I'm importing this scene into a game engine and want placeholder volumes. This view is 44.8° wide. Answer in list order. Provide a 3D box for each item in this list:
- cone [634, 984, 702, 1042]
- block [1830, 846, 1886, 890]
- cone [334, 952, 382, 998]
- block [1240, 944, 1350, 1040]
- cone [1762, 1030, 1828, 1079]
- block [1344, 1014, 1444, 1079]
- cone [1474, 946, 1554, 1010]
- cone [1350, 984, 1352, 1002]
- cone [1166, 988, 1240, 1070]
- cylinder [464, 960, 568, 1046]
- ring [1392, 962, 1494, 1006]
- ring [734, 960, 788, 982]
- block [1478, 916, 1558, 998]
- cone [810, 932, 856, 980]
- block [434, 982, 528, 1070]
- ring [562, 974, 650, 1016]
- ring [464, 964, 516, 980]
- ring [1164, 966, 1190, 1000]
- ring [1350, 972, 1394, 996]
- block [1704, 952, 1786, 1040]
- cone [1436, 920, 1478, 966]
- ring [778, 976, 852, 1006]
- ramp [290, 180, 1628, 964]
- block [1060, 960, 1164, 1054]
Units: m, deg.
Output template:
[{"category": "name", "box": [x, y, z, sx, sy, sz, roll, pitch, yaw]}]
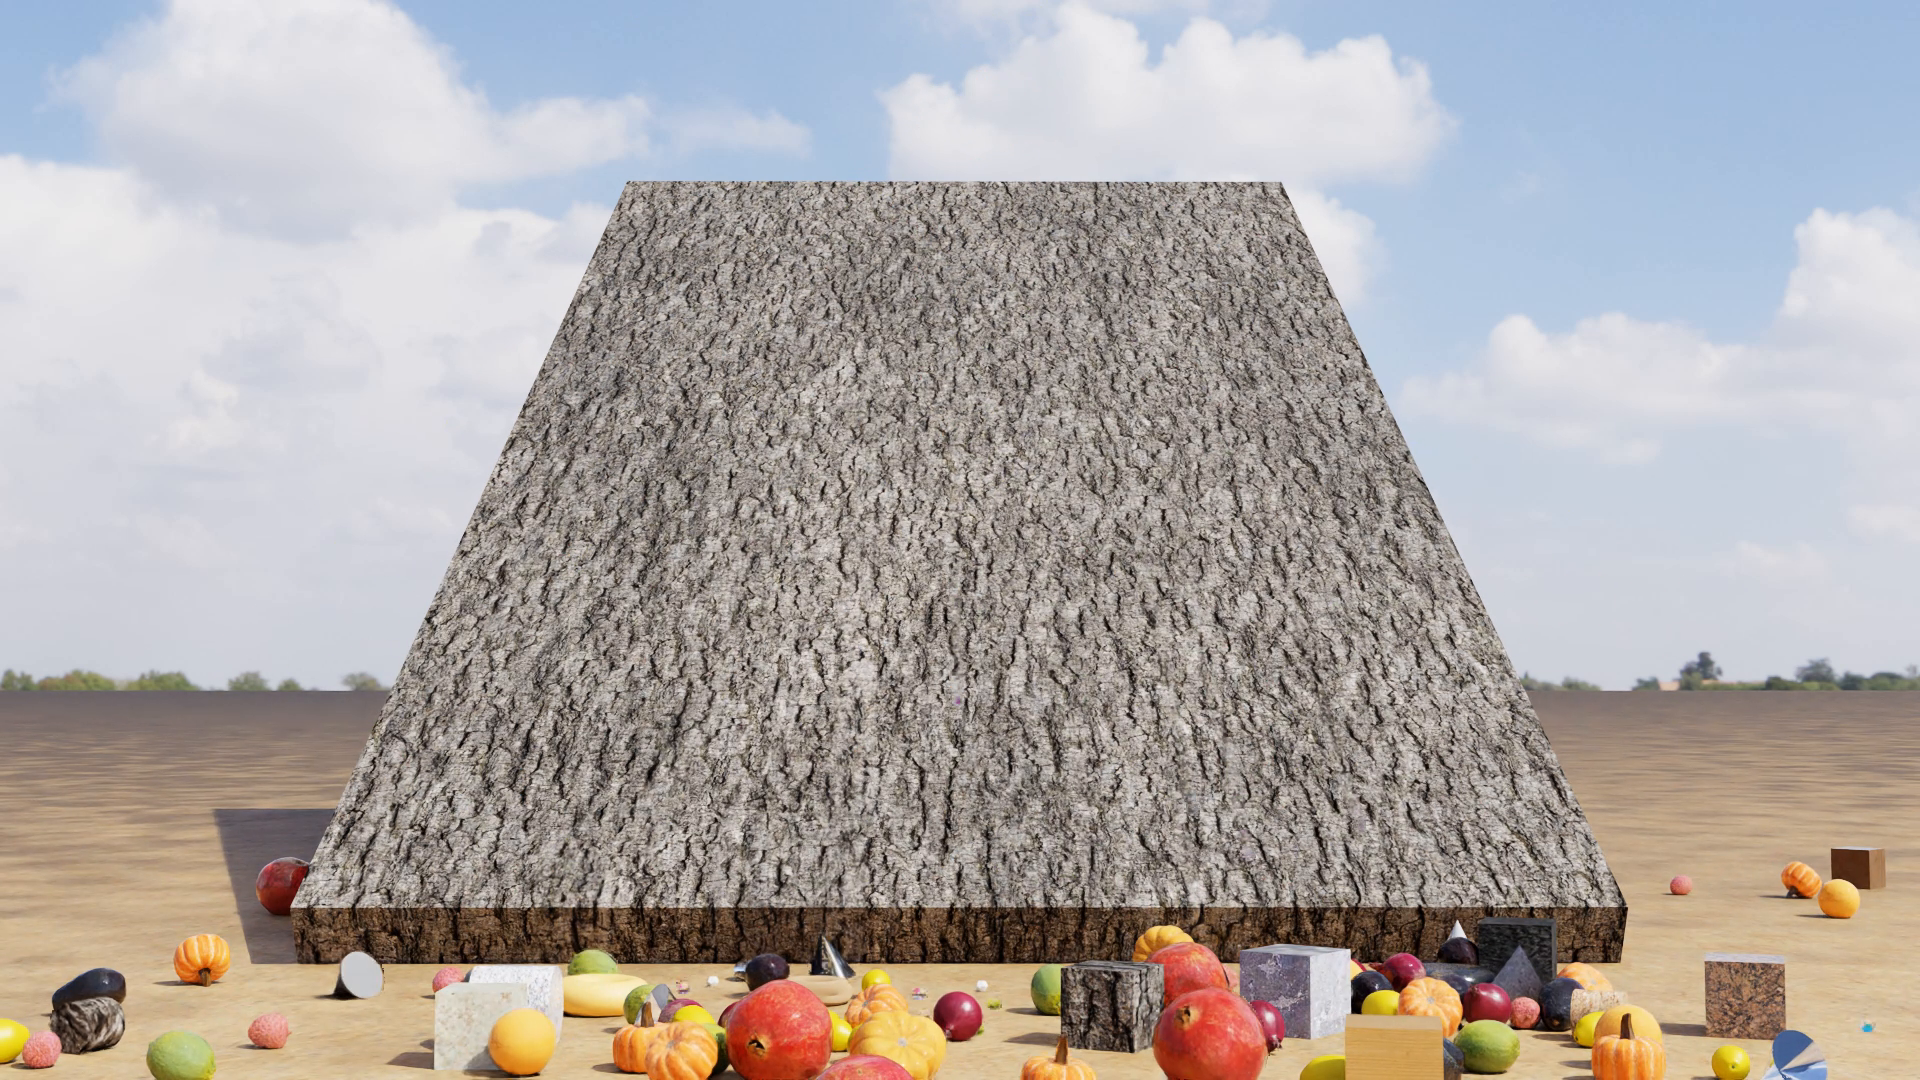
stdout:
[{"category": "cone", "box": [-0.337, 0.577, 2.774, 0.074, 0.074, 0.074, 31, -17, -23]}, {"category": "block", "box": [1.868, 0.682, 4.847, 0.080, 0.080, 0.080, -3, -5, 43]}, {"category": "cone", "box": [-0.830, 0.602, 3.157, 0.067, 0.067, 0.067, -34, -22, 30]}, {"category": "block", "box": [0.408, 0.549, 2.838, 0.098, 0.098, 0.098, -3, -4, 38]}, {"category": "cone", "box": [0.864, 0.559, 2.455, 0.067, 0.067, 0.067, 1, -30, -22]}, {"category": "block", "box": [0.423, 0.517, 2.274, 0.092, 0.092, 0.092, -1, -4, 10]}, {"category": "cone", "box": [0.707, 0.589, 3.027, 0.092, 0.092, 0.092, -27, -6, 4]}, {"category": "cone", "box": [0.460, 0.588, 2.972, 0.078, 0.078, 0.078, 0, -30, 6]}, {"category": "cone", "box": [0.271, 0.541, 2.599, 0.083, 0.083, 0.083, 0, -4, 0]}, {"category": "cylinder", "box": [-0.517, 0.543, 2.712, 0.094, 0.094, 0.094, -11, -5, 6]}, {"category": "ring", "box": [0.645, 0.591, 3.104, 0.139, 0.046, 0.139, 0, -5, 0]}, {"category": "ring", "box": [-0.285, 0.615, 3.329, 0.078, 0.026, 0.078, 1, -5, 0]}, {"category": "block", "box": [0.765, 0.571, 3.195, 0.097, 0.097, 0.097, -1, -4, 18]}, {"category": "cone", "box": [-0.187, 0.582, 3.265, 0.071, 0.071, 0.071, -12, -4, -1]}, {"category": "block", "box": [-0.533, 0.541, 2.595, 0.084, 0.084, 0.084, 0, -4, 1]}, {"category": "ring", "box": [-0.464, 0.587, 3.004, 0.130, 0.043, 0.130, 1, -4, 0]}, {"category": "ring", "box": [-0.606, 0.596, 3.133, 0.122, 0.041, 0.122, 1, -4, 0]}, {"category": "ring", "box": [0.253, 0.598, 3.151, 0.115, 0.038, 0.115, 0, -5, 0]}, {"category": "ring", "box": [0.558, 0.606, 3.174, 0.079, 0.026, 0.079, -1, -4, 0]}, {"category": "block", "box": [0.949, 0.551, 2.817, 0.091, 0.091, 0.091, -1, -4, 19]}, {"category": "cone", "box": [0.702, 0.580, 3.287, 0.090, 0.090, 0.090, 0, -4, 0]}, {"category": "ring", "box": [-0.191, 0.597, 3.085, 0.098, 0.033, 0.098, 1, -3, 0]}, {"category": "ramp", "box": [-0.008, -0.229, 5.326, 2.000, 0.100, 4.000, 0, 24, 0]}, {"category": "block", "box": [0.179, 0.545, 2.729, 0.092, 0.092, 0.092, -2, -4, 27]}]
